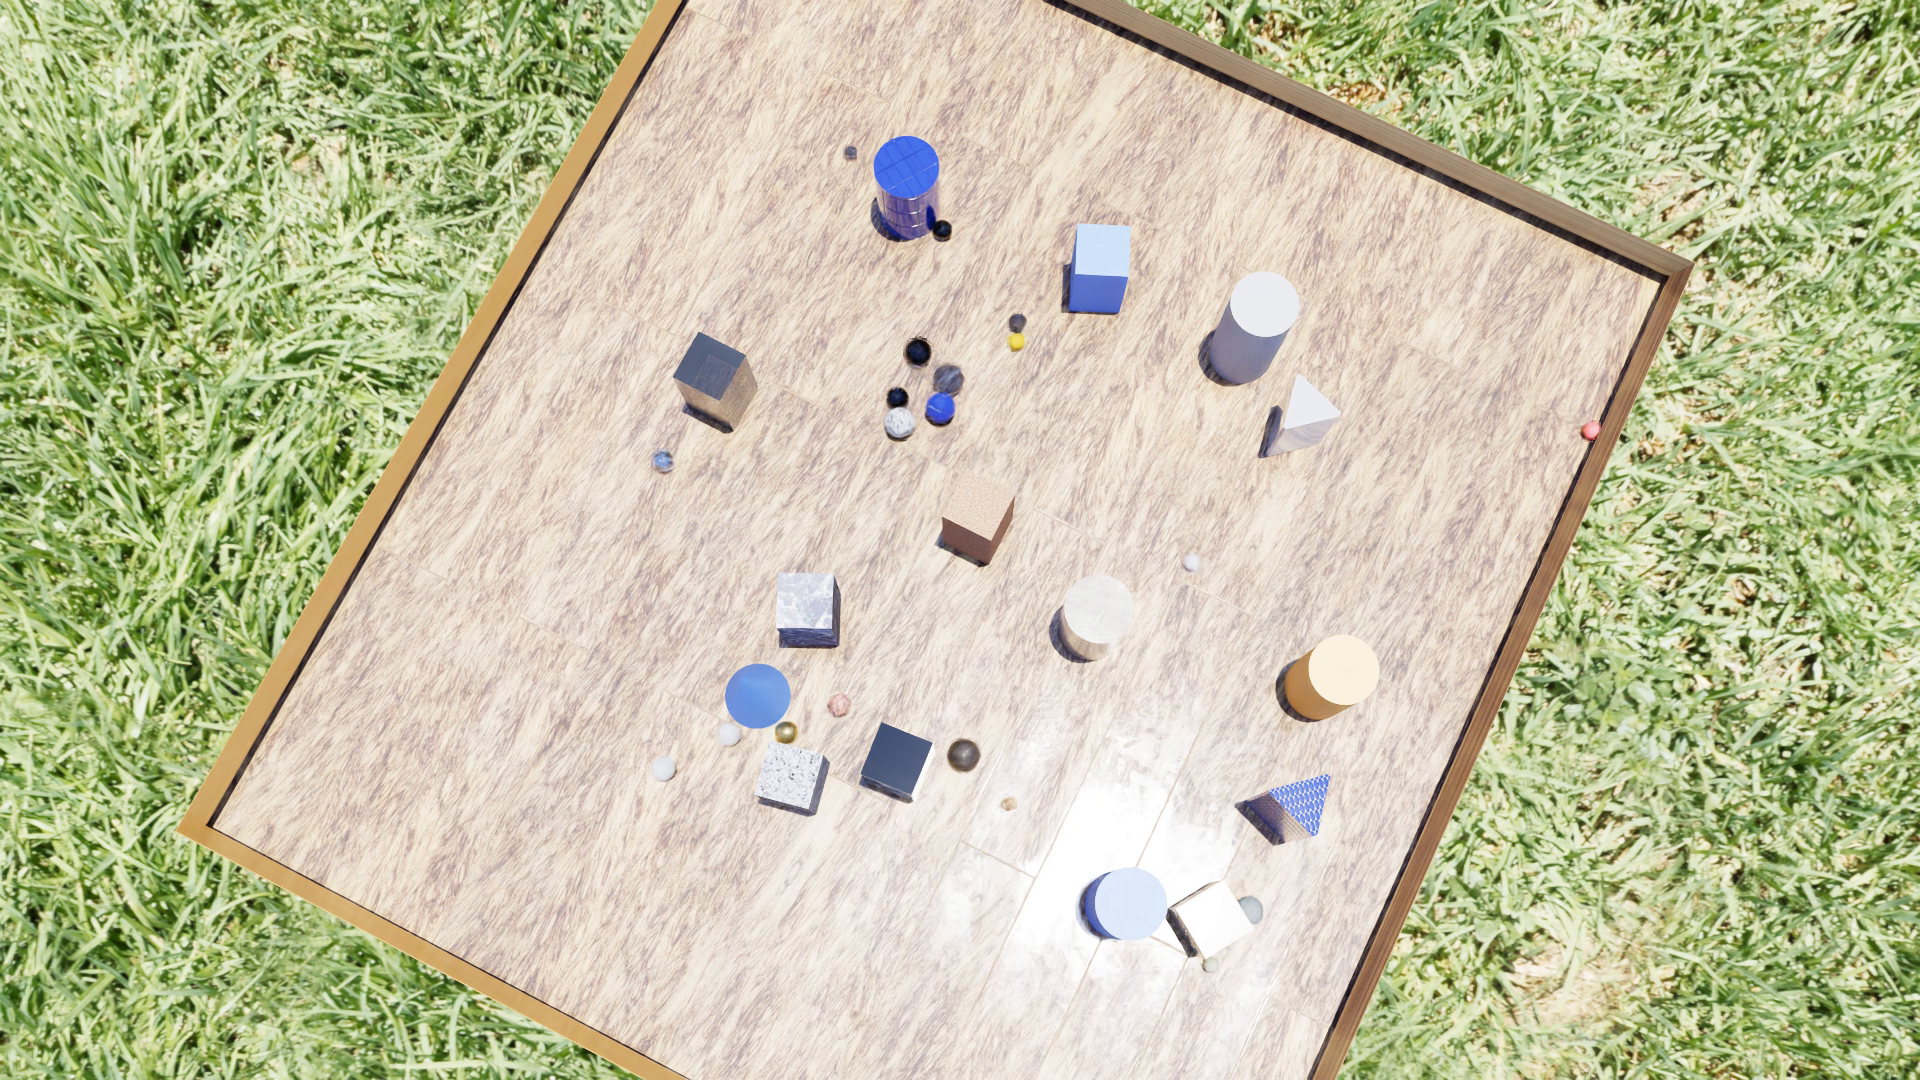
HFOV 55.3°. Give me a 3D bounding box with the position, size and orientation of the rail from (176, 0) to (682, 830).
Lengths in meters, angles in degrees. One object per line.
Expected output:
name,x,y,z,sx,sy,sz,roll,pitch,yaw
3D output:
rail,-1.452,-0.704,5.696,0.045,0.129,3.589,26,80,5

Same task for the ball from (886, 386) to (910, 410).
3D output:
ball,-0.193,-0.438,5.671,0.071,0.071,0.071,0,78,0

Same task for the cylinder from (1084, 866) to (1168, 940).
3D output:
cylinder,0.466,1.031,5.191,0.198,0.416,0.198,0,78,0

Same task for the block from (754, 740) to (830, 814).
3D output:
block,-0.484,0.693,5.324,0.159,0.293,0.159,14,79,3

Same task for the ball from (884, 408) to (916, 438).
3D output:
ball,-0.184,-0.361,5.643,0.094,0.094,0.094,0,78,0

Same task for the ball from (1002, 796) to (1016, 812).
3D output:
ball,0.144,0.783,5.433,0.042,0.042,0.042,0,78,0

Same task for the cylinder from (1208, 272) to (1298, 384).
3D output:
cylinder,0.878,-0.633,5.509,0.198,0.468,0.198,0,78,0

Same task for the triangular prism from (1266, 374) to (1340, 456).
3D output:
triangular prism,1.013,-0.385,5.531,0.172,0.323,0.149,-14,79,-3

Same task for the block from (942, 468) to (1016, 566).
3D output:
block,0.054,-0.065,5.442,0.159,0.369,0.159,26,80,5

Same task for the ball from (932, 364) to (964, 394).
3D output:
ball,-0.035,-0.498,5.670,0.097,0.097,0.097,0,78,0

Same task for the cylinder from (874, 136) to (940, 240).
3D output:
cylinder,-0.161,-1.084,5.664,0.198,0.347,0.198,0,78,0

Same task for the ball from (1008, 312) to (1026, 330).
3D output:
ball,0.180,-0.683,5.729,0.057,0.057,0.057,0,78,0

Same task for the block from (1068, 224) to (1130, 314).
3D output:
block,0.426,-0.829,5.617,0.159,0.335,0.159,3,78,1

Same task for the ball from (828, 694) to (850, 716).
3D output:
ball,-0.363,0.494,5.481,0.066,0.066,0.066,0,78,0

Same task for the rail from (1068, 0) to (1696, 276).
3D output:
rail,0.792,-1.544,5.869,3.293,0.129,0.045,26,80,5

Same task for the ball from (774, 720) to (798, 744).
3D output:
ball,-0.519,0.574,5.461,0.072,0.072,0.072,0,78,0

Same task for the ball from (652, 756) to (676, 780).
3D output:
ball,-0.880,0.677,5.439,0.073,0.073,0.073,0,78,0

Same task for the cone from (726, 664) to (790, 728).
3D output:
cone,-0.609,0.425,5.302,0.198,0.443,0.198,0,78,0

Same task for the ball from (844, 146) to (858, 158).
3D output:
ball,-0.348,-1.239,5.852,0.042,0.042,0.042,0,78,0

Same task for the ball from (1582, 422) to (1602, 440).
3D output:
ball,1.952,-0.337,5.658,0.055,0.055,0.055,0,78,0

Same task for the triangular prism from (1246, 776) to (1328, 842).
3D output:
triangular prism,0.961,0.741,5.237,0.149,0.442,0.172,-44,82,-8

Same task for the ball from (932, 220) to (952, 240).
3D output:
ball,-0.055,-0.981,5.788,0.063,0.063,0.063,0,78,0

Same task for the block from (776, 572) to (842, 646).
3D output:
block,-0.443,0.208,5.396,0.159,0.348,0.159,1,78,0

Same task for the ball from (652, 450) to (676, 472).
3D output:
ball,-0.910,-0.243,5.632,0.069,0.069,0.069,0,78,0

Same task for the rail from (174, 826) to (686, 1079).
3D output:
rail,-0.792,1.558,5.227,3.293,0.129,0.045,26,80,5

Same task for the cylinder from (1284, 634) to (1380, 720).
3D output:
cylinder,1.078,0.403,5.334,0.198,0.390,0.198,0,78,0

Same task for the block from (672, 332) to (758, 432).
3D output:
block,-0.736,-0.476,5.540,0.159,0.343,0.159,27,80,5

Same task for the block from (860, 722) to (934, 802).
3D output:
block,-0.179,0.648,5.327,0.159,0.303,0.159,22,79,4

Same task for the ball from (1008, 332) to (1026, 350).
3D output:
ball,0.179,-0.620,5.718,0.054,0.054,0.054,0,78,0

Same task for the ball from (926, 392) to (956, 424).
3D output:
ball,-0.060,-0.407,5.653,0.094,0.094,0.094,0,78,0

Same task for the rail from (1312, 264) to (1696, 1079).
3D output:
rail,1.452,0.718,5.401,0.045,0.129,3.589,26,80,5

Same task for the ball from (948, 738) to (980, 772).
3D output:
ball,0.011,0.639,5.434,0.099,0.099,0.099,0,78,0

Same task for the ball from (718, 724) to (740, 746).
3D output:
ball,-0.689,0.581,5.461,0.069,0.069,0.069,0,78,0

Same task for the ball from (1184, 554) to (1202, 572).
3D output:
ball,0.707,0.069,5.575,0.053,0.053,0.053,0,78,0

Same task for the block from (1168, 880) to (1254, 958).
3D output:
block,0.716,1.089,5.266,0.159,0.244,0.159,-30,80,-6

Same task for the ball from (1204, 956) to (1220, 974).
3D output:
ball,0.732,1.238,5.336,0.047,0.047,0.047,0,78,0

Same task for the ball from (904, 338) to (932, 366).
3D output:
ball,-0.130,-0.583,5.694,0.086,0.086,0.086,0,78,0

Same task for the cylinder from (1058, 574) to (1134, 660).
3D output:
cylinder,0.396,0.232,5.385,0.198,0.359,0.198,0,78,0

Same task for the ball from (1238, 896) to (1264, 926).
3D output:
ball,0.844,1.083,5.349,0.085,0.085,0.085,0,78,0
